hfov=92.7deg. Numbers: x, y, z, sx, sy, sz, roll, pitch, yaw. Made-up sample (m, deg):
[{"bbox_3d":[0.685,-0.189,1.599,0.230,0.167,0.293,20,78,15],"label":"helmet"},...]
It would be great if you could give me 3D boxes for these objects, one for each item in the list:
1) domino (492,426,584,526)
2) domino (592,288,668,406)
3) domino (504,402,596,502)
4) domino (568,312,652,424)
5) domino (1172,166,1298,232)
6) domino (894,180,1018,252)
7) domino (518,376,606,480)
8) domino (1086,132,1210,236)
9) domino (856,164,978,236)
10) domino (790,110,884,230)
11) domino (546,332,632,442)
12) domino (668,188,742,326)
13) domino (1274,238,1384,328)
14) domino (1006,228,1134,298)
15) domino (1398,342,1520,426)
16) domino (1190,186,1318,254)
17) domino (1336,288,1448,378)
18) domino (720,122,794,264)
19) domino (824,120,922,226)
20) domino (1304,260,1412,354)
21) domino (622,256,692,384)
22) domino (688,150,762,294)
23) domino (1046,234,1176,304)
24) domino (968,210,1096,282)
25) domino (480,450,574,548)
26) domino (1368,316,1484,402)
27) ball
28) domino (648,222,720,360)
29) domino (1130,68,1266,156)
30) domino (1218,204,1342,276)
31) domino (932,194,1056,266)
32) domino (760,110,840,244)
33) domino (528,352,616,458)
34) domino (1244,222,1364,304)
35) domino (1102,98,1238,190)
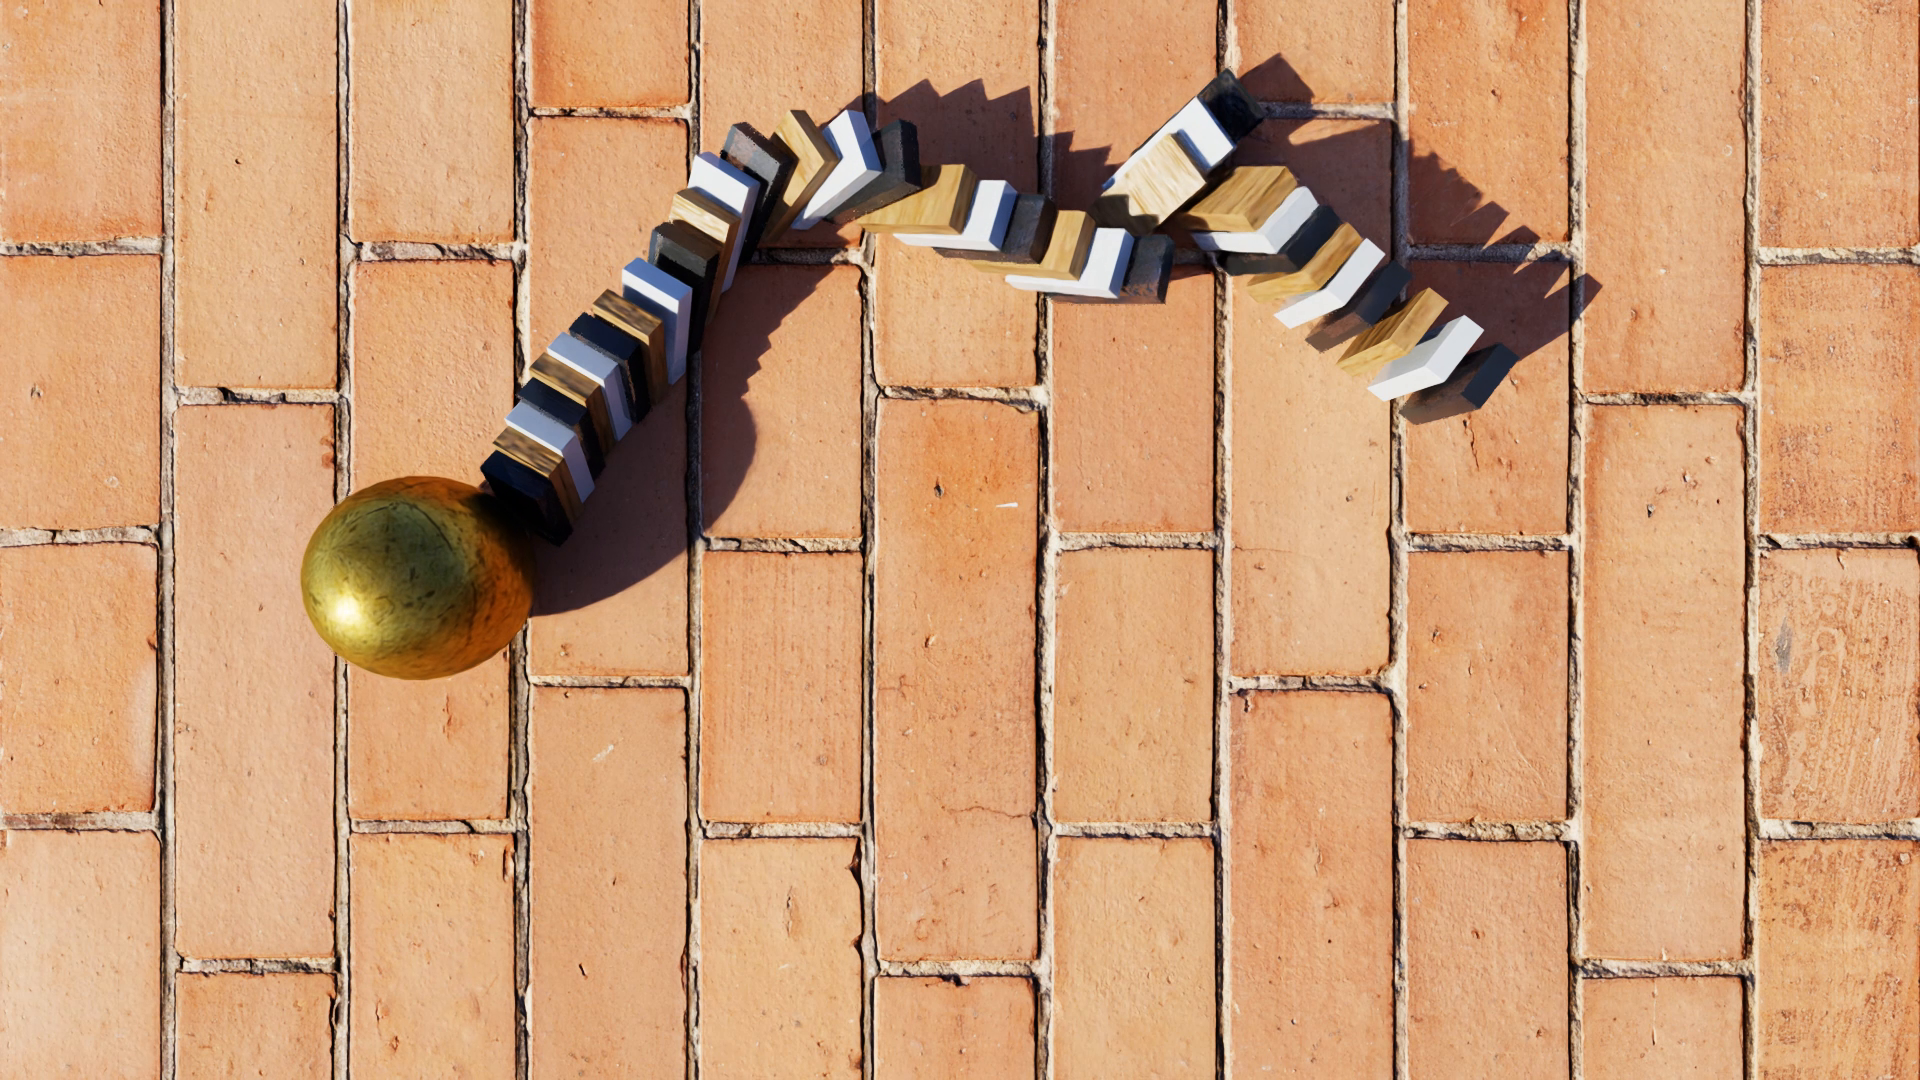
[{"bbox_3d":[-0.172,-0.025,0.375,0.025,0.050,0.009,30,65,0],"label":"domino"},{"bbox_3d":[-0.134,-0.078,0.376,0.025,0.050,0.010,30,62,0],"label":"domino"},{"bbox_3d":[-0.167,-0.035,0.375,0.025,0.050,0.010,30,65,0],"label":"domino"},{"bbox_3d":[-0.142,-0.069,0.375,0.025,0.050,0.009,30,64,0],"label":"domino"},{"bbox_3d":[0.111,-0.140,0.376,0.025,0.050,0.010,-49,120,0],"label":"domino"},{"bbox_3d":[-0.003,-0.136,0.382,0.050,0.010,0.025,16,90,34],"label":"domino"},{"bbox_3d":[-0.162,-0.044,0.375,0.025,0.050,0.009,30,65,0],"label":"domino"},{"bbox_3d":[0.076,-0.141,0.382,0.050,0.009,0.025,-37,90,35],"label":"domino"},{"bbox_3d":[-0.019,-0.142,0.382,0.050,0.010,0.025,15,90,35],"label":"domino"},{"bbox_3d":[-0.055,-0.152,0.380,0.050,0.010,0.025,-19,90,41],"label":"domino"},{"bbox_3d":[-0.151,-0.062,0.375,0.025,0.050,0.009,30,65,0],"label":"domino"},{"bbox_3d":[-0.110,-0.116,0.381,0.025,0.009,0.050,30,128,0],"label":"domino"},{"bbox_3d":[0.150,-0.104,0.375,0.010,0.050,0.025,38,90,-5],"label":"domino"},{"bbox_3d":[0.045,-0.117,0.382,0.050,0.010,0.025,16,91,34],"label":"domino"},{"bbox_3d":[0.203,-0.063,0.375,0.009,0.050,0.025,38,90,0],"label":"domino"},{"bbox_3d":[0.119,-0.131,0.376,0.025,0.050,0.009,-48,118,0],"label":"domino"},{"bbox_3d":[0.175,-0.084,0.375,0.010,0.050,0.025,38,90,0],"label":"domino"},{"bbox_3d":[-0.091,-0.143,0.380,0.025,0.010,0.050,40,129,1],"label":"domino"},{"bbox_3d":[-0.038,-0.151,0.380,0.050,0.010,0.025,-6,89,42],"label":"domino"},{"bbox_3d":[0.162,-0.094,0.375,0.010,0.050,0.025,38,90,0],"label":"domino"},{"bbox_3d":[-0.125,-0.089,0.377,0.025,0.050,0.009,30,53,0],"label":"domino"},{"bbox_3d":[-0.102,-0.131,0.380,0.025,0.010,0.050,32,128,2],"label":"domino"},{"bbox_3d":[0.062,-0.112,0.382,0.050,0.009,0.025,10,90,33],"label":"domino"},{"bbox_3d":[0.029,-0.124,0.382,0.050,0.010,0.025,17,91,34],"label":"domino"},{"bbox_3d":[-0.176,-0.016,0.375,0.025,0.050,0.009,30,65,0],"label":"domino"},{"bbox_3d":[0.189,-0.073,0.375,0.009,0.050,0.025,38,90,0],"label":"domino"},{"bbox_3d":[-0.210,0.015,0.360,0.080,0.080,0.080,0,90,0],"label":"ball"},{"bbox_3d":[-0.117,-0.102,0.379,0.025,0.010,0.050,30,133,0],"label":"domino"},{"bbox_3d":[0.100,-0.171,0.389,0.050,0.010,0.025,-39,89,15],"label":"domino"},{"bbox_3d":[0.129,-0.122,0.375,0.010,0.050,0.025,42,90,-21],"label":"domino"},{"bbox_3d":[0.014,-0.130,0.382,0.050,0.009,0.025,17,91,34],"label":"domino"},{"bbox_3d":[-0.073,-0.150,0.380,0.050,0.010,0.025,-35,89,40],"label":"domino"},{"bbox_3d":[-0.158,-0.054,0.375,0.025,0.050,0.009,30,65,0],"label":"domino"},{"bbox_3d":[0.139,-0.112,0.375,0.009,0.050,0.025,42,90,-12],"label":"domino"},{"bbox_3d":[0.087,-0.155,0.382,0.050,0.009,0.025,-36,91,35],"label":"domino"}]
